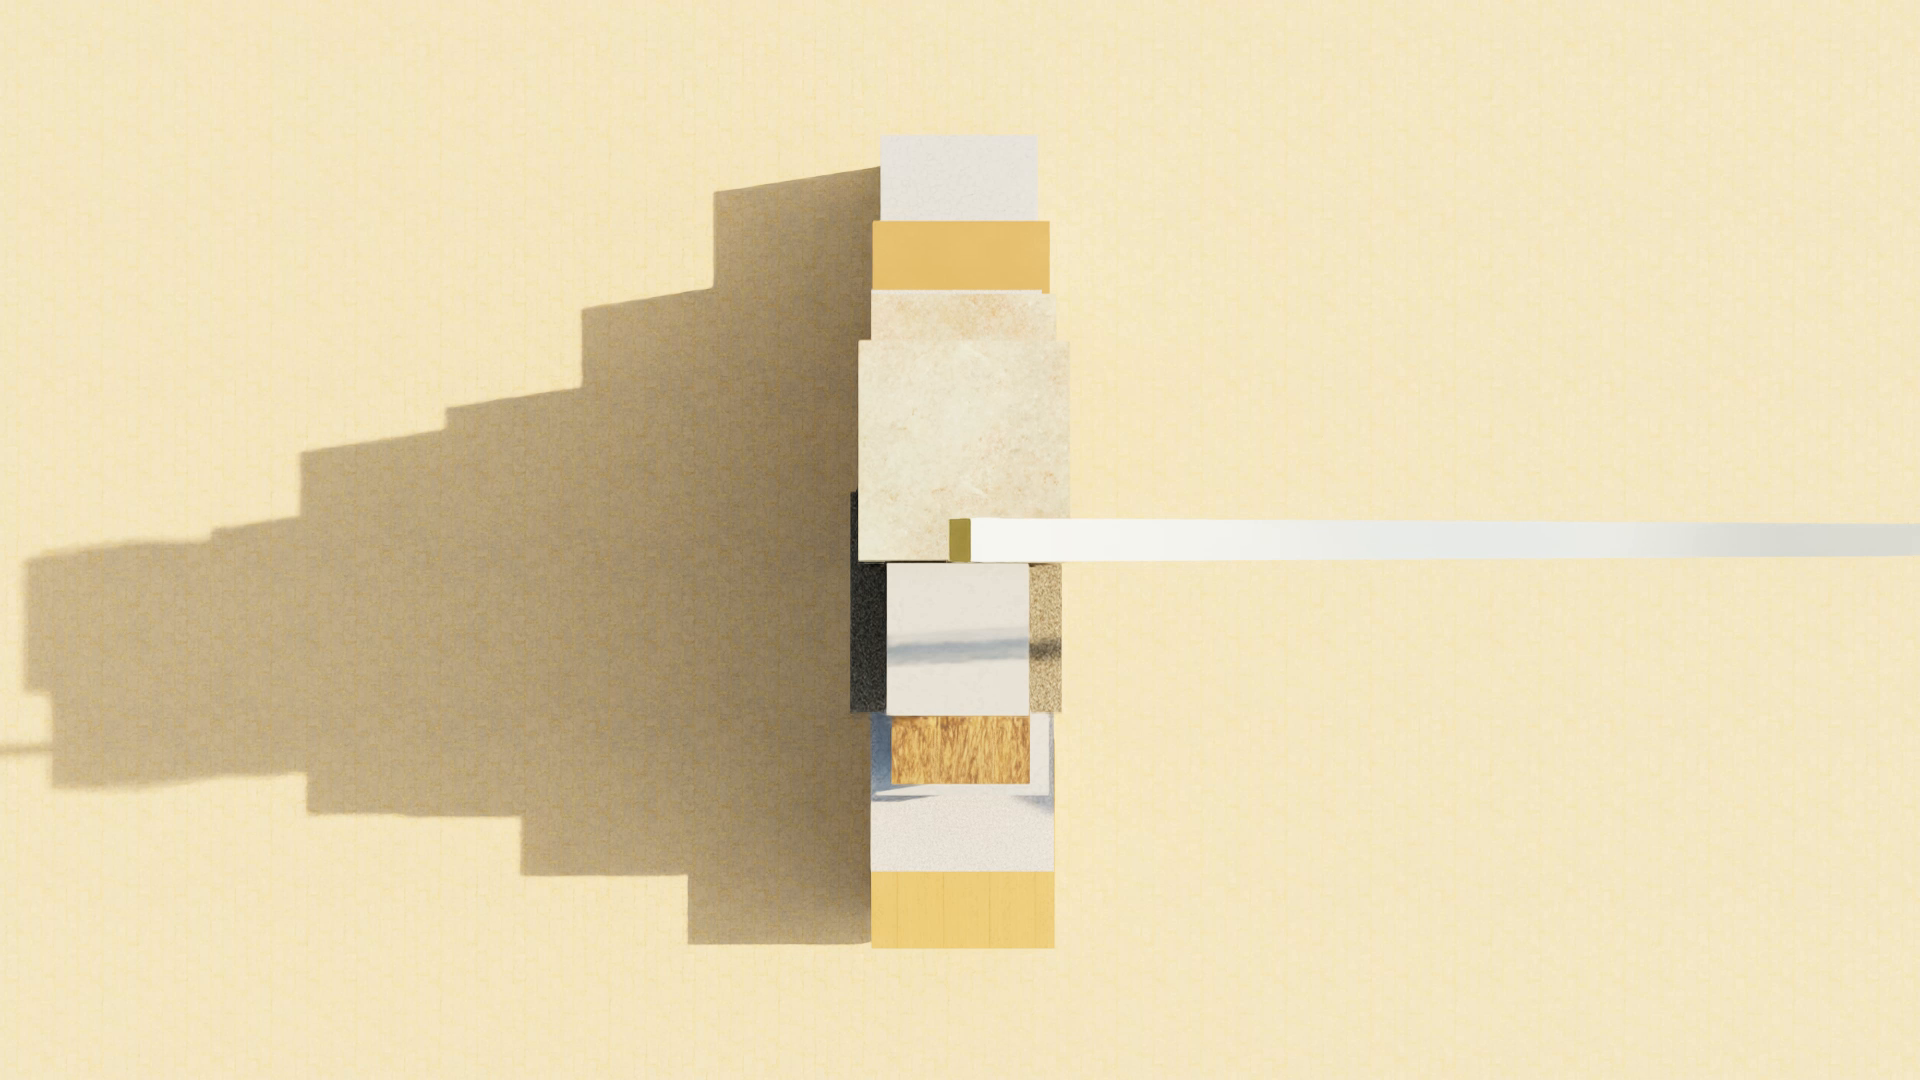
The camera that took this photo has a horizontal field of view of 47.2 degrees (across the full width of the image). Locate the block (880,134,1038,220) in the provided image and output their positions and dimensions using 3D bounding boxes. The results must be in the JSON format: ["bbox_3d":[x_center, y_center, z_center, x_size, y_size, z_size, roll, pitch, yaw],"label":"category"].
[{"bbox_3d":[-0.004,-1.786,12.515,0.859,0.970,0.861,0,90,0],"label":"block"}]

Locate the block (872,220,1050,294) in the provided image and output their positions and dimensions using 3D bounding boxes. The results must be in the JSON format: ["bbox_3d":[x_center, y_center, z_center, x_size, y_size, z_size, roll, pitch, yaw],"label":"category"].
[{"bbox_3d":[0.007,-1.210,11.669,0.909,0.726,0.873,0,91,0],"label":"block"}]

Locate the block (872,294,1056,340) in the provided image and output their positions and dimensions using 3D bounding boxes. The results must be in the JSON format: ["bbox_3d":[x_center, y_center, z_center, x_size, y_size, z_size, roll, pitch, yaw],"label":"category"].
[{"bbox_3d":[0.018,-0.654,10.099,0.816,0.839,0.847,0,89,0],"label":"block"}]

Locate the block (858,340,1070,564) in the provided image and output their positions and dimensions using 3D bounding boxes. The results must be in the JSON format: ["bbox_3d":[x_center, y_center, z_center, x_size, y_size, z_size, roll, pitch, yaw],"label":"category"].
[{"bbox_3d":[0.016,-0.323,8.457,0.780,0.646,0.813,0,89,0],"label":"block"}]

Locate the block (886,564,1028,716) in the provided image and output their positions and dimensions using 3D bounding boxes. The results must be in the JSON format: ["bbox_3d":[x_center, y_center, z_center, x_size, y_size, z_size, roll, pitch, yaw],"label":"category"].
[{"bbox_3d":[-0.008,0.378,8.465,0.527,0.594,0.567,0,89,0],"label":"block"}]

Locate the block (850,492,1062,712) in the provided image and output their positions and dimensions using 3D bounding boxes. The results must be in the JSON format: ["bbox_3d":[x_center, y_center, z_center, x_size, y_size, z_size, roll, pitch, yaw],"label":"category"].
[{"bbox_3d":[-0.015,0.259,9.198,0.843,0.865,0.879,0,89,0],"label":"block"}]

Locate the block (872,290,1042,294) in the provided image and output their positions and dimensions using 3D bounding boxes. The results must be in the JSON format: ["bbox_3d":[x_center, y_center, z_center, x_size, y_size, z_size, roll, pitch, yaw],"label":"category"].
[{"bbox_3d":[-0.017,-0.733,10.906,0.815,0.768,0.920,0,90,0],"label":"block"}]

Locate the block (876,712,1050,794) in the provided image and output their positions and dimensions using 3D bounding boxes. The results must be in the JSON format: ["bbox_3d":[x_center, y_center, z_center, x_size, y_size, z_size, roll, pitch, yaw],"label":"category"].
[{"bbox_3d":[0.011,0.821,10.617,0.809,0.689,0.742,0,90,0],"label":"block"}]

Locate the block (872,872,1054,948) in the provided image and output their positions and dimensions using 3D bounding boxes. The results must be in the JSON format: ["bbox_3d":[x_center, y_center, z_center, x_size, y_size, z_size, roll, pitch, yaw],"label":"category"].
[{"bbox_3d":[0.017,1.651,12.464,0.994,1.071,1.131,0,90,0],"label":"block"}]

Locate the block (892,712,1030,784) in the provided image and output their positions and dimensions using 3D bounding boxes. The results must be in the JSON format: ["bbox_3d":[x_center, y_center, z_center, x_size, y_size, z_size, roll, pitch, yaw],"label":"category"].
[{"bbox_3d":[0.004,0.747,9.949,0.607,0.647,0.645,0,90,0],"label":"block"}]

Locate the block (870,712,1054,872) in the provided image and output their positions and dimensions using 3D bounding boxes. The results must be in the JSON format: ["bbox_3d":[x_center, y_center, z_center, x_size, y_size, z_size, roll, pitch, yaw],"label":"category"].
[{"bbox_3d":[0.012,1.196,11.445,0.911,0.967,0.913,0,90,0],"label":"block"}]

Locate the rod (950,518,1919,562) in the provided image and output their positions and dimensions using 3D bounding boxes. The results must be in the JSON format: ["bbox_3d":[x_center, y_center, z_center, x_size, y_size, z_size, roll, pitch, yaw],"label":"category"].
[{"bbox_3d":[2.234,0.000,5.399,5.200,0.080,0.080,0,90,-31],"label":"rod"}]
